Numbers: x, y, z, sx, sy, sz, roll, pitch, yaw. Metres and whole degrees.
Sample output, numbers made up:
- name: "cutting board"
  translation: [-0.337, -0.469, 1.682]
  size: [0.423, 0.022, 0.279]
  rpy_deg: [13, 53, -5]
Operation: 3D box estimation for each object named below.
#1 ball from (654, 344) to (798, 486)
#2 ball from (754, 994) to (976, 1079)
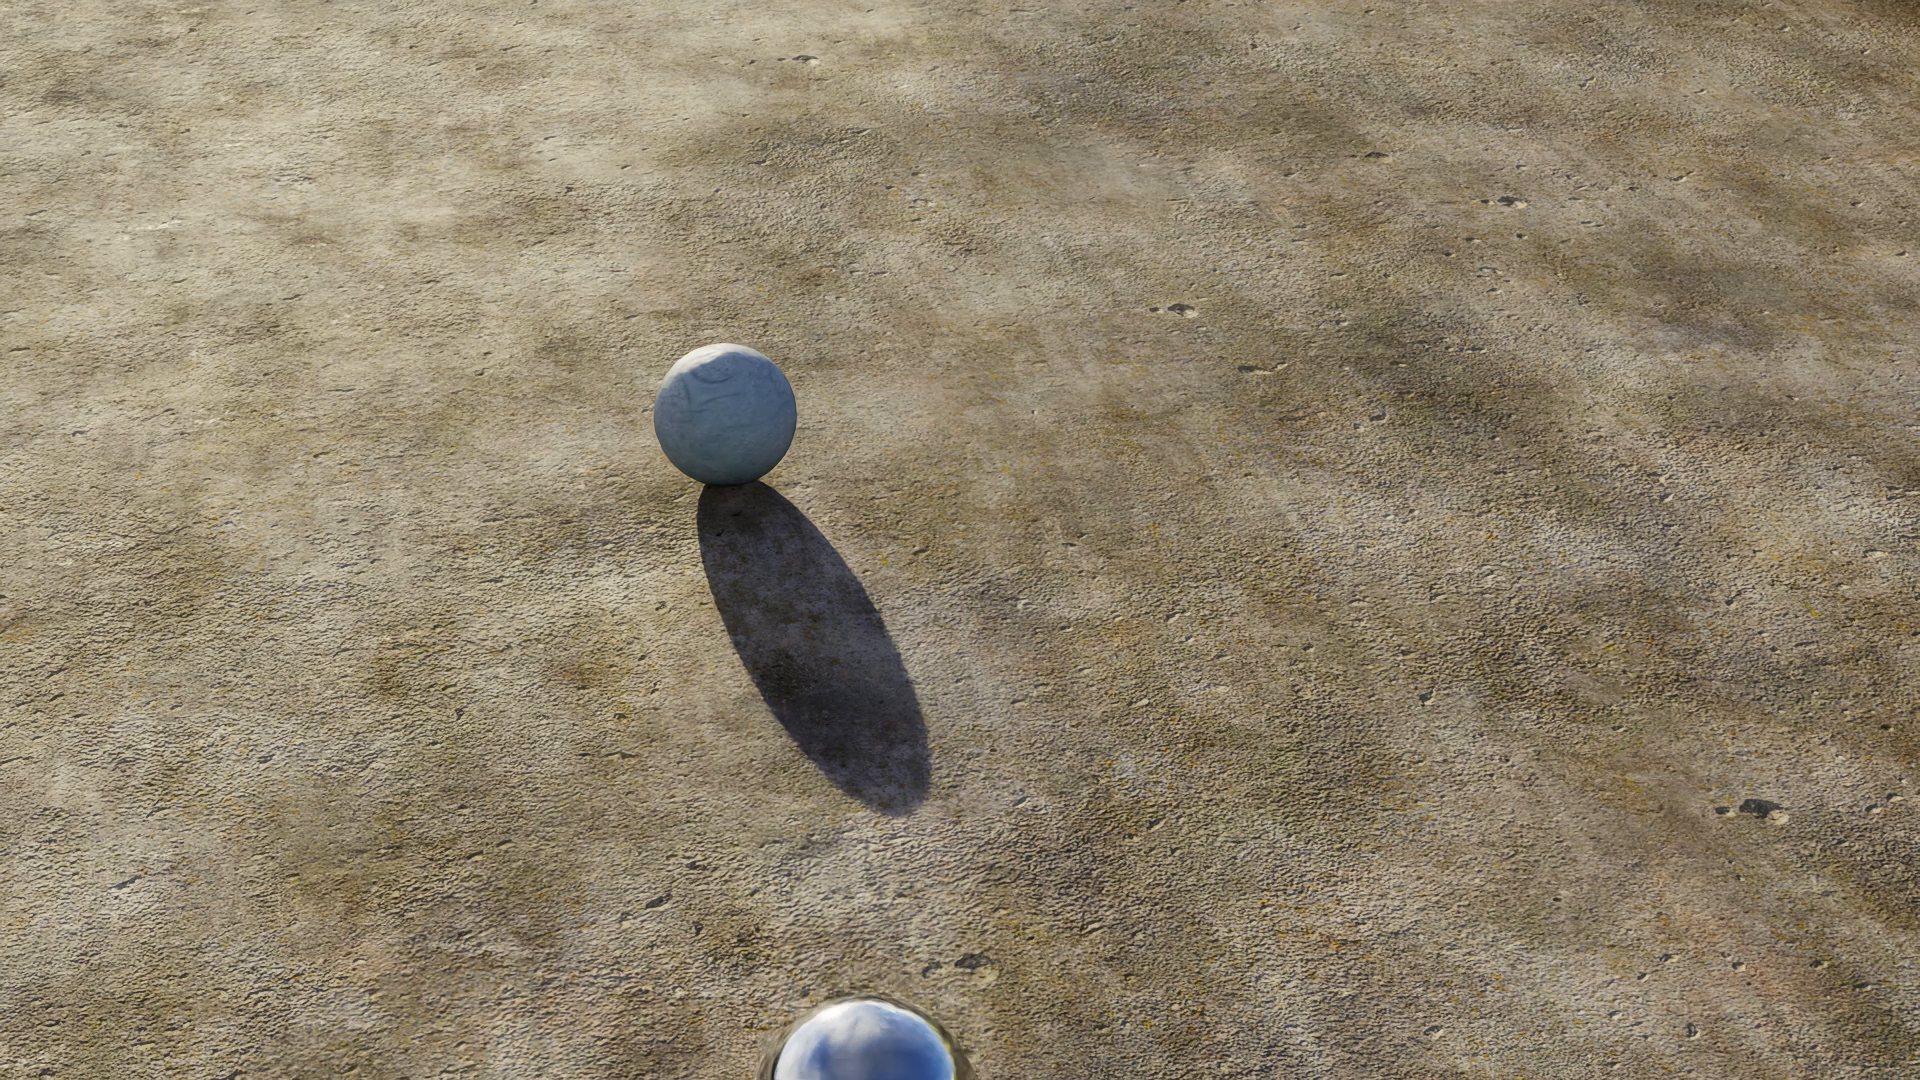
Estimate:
- name: "ball"
  translation: [-0.148, -0.079, 1.857]
  size: [0.091, 0.091, 0.091]
  rpy_deg: [0, 29, 0]
- name: "ball"
  translation: [-0.041, 0.246, 1.269]
  size: [0.100, 0.100, 0.100]
  rpy_deg: [0, 29, 0]
